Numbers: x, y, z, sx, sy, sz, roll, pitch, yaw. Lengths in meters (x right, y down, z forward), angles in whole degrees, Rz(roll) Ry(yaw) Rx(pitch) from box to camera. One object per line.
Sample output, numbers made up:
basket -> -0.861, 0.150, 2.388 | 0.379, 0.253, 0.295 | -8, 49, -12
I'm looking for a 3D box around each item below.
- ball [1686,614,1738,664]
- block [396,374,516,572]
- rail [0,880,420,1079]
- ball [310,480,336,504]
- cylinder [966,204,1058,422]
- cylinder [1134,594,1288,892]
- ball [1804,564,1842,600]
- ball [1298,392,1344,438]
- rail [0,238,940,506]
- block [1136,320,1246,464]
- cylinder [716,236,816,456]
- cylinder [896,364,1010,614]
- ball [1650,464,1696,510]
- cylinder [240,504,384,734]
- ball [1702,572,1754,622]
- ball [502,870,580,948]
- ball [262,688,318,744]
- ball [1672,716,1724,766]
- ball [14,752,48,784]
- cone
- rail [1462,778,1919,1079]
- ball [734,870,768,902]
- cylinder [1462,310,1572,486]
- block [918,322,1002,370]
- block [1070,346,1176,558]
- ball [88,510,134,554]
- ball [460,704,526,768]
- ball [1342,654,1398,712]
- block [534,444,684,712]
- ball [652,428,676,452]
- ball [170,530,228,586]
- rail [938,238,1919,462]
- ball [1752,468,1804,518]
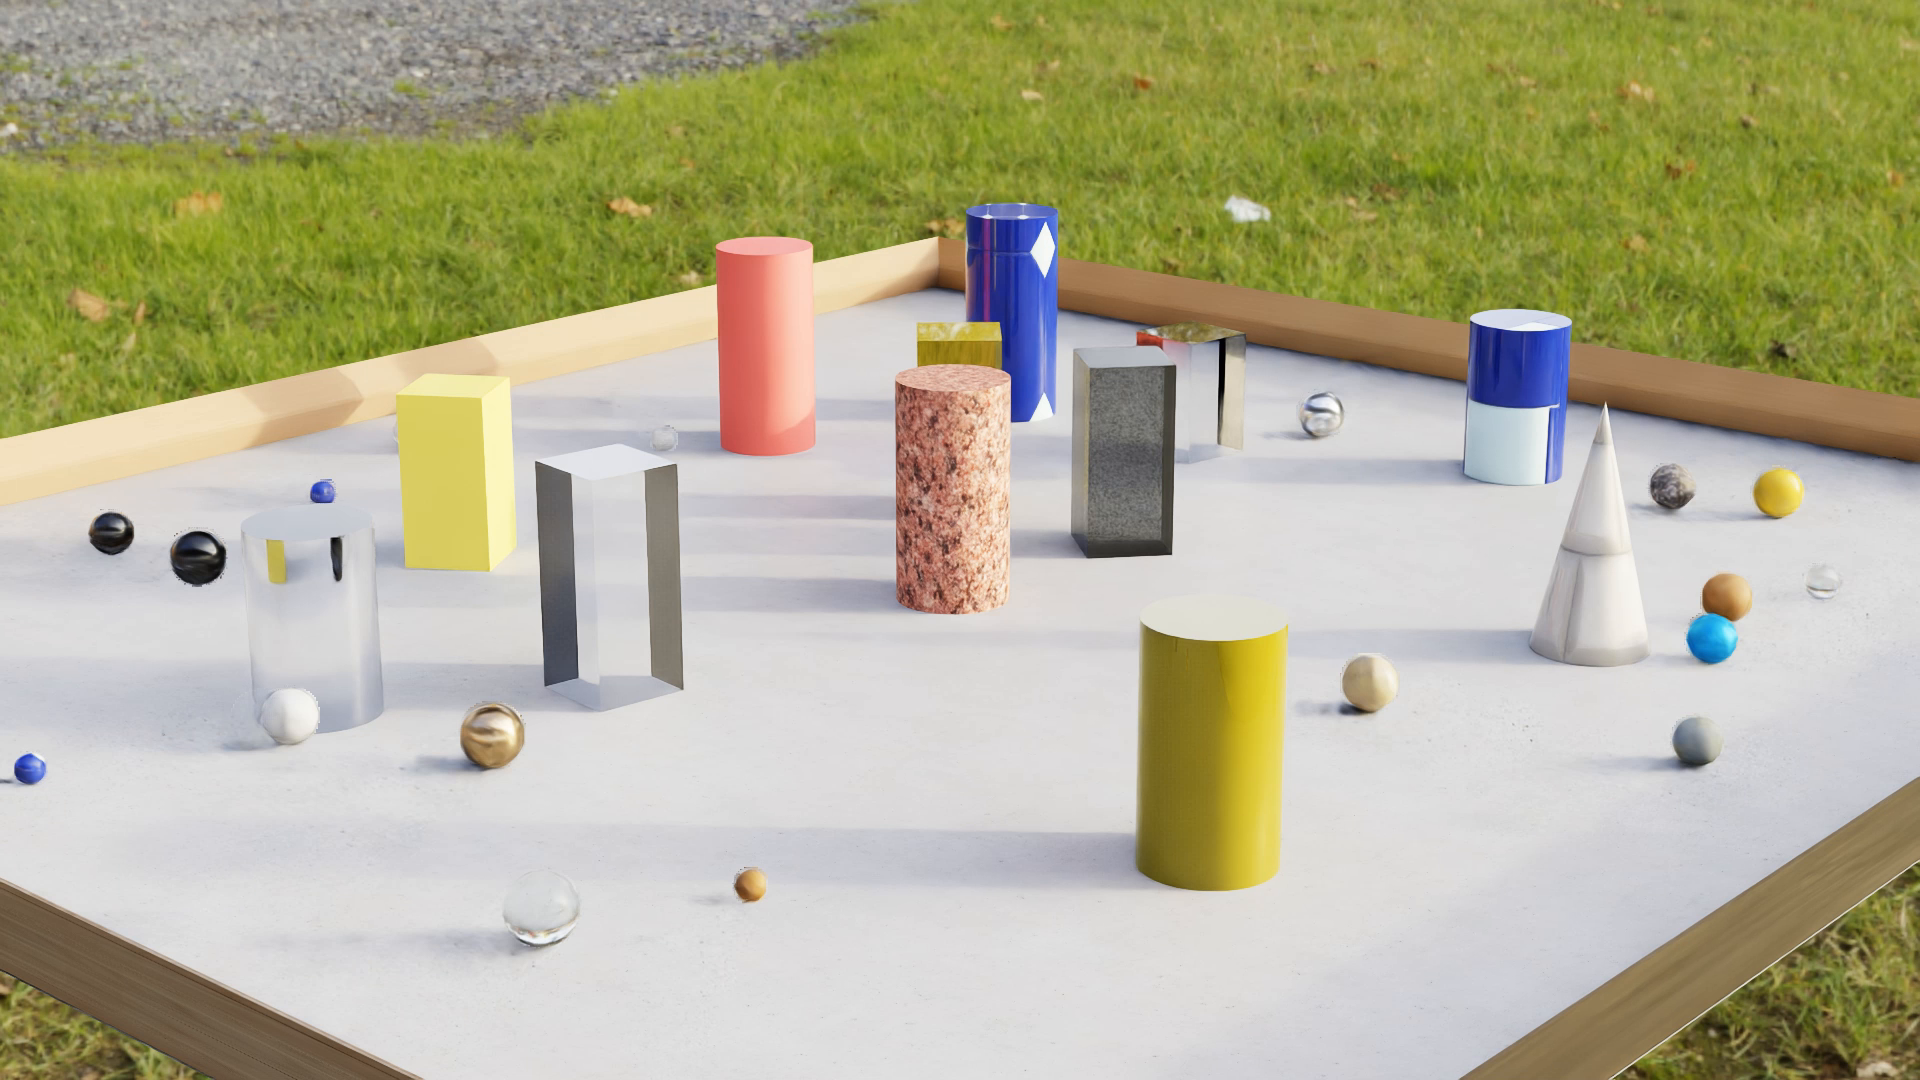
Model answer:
ball -> 1.226, 0.161, 4.781 | 0.080, 0.080, 0.080 | 0, 17, 0
block -> -0.909, -0.123, 5.306 | 0.159, 0.321, 0.159 | 3, 17, 9
rail -> -1.262, 0.451, 3.728 | 3.536, 0.129, 0.045 | 14, 22, 39
ball -> -1.232, -0.090, 5.668 | 0.050, 0.050, 0.050 | 0, 17, 0
cylinder -> 0.111, -0.491, 6.320 | 0.198, 0.440, 0.198 | 0, 17, 0
cylinder -> 0.337, 0.271, 3.945 | 0.198, 0.352, 0.198 | 0, 17, 0
ball -> 1.501, 0.074, 5.100 | 0.063, 0.063, 0.063 | 0, 17, 0
ball -> 0.759, -0.264, 6.161 | 0.096, 0.096, 0.096 | 0, 17, 0
rail -> -1.317, -0.298, 6.215 | 0.045, 0.129, 3.897 | 14, 22, 39
block -> 0.473, -0.306, 6.035 | 0.159, 0.250, 0.159 | -14, 22, -39
cylinder -> -0.401, -0.402, 6.061 | 0.198, 0.419, 0.198 | 0, 17, 0
cylinder -> -0.012, -0.089, 5.067 | 0.198, 0.394, 0.198 | 0, 17, 0
ball -> 1.371, -0.102, 5.643 | 0.087, 0.087, 0.087 | 0, 17, 0
cylinder -> -0.997, 0.120, 4.521 | 0.198, 0.308, 0.198 | 0, 17, 0
ball -> 1.303, 0.098, 4.981 | 0.086, 0.086, 0.086 | 0, 17, 0
ball -> -0.532, 0.469, 3.727 | 0.098, 0.098, 0.098 | 0, 17, 0
ball -> -1.009, 0.264, 4.412 | 0.084, 0.084, 0.084 | 0, 17, 0
ball -> 1.092, 0.298, 4.339 | 0.073, 0.073, 0.073 | 0, 17, 0
ball -> -1.354, 0.333, 4.269 | 0.047, 0.047, 0.047 | 0, 17, 0
cone -> 1.044, -0.023, 4.801 | 0.198, 0.421, 0.198 | 0, 17, 0
rail -> 1.317, 0.362, 4.025 | 0.045, 0.129, 3.897 | 14, 22, 39
ball -> -0.275, 0.456, 3.867 | 0.043, 0.043, 0.043 | 0, 17, 0
cylinder -> 1.112, -0.286, 5.857 | 0.198, 0.315, 0.198 | 0, 17, 0
block -> -0.002, -0.228, 5.606 | 0.159, 0.349, 0.159 | 0, 17, -1
block -> 0.298, -0.162, 5.374 | 0.159, 0.356, 0.159 | -3, 17, -8
ball -> -1.550, -0.013, 5.358 | 0.080, 0.080, 0.080 | 0, 17, 0
ball -> -0.690, 0.289, 4.328 | 0.096, 0.096, 0.096 | 0, 17, 0
ball -> 0.639, 0.223, 4.562 | 0.088, 0.088, 0.088 | 0, 17, 0
block -> -0.551, 0.057, 4.615 | 0.159, 0.374, 0.159 | -14, 22, -39
ball -> -0.612, -0.207, 6.056 | 0.049, 0.049, 0.049 | 0, 17, 0
ball -> -1.346, 0.030, 5.181 | 0.099, 0.099, 0.099 | 0, 17, 0
rail -> 1.262, -0.387, 6.511 | 3.536, 0.129, 0.045 | 14, 22, 39
ball -> 1.560, -0.090, 5.590 | 0.094, 0.094, 0.094 | 0, 17, 0
